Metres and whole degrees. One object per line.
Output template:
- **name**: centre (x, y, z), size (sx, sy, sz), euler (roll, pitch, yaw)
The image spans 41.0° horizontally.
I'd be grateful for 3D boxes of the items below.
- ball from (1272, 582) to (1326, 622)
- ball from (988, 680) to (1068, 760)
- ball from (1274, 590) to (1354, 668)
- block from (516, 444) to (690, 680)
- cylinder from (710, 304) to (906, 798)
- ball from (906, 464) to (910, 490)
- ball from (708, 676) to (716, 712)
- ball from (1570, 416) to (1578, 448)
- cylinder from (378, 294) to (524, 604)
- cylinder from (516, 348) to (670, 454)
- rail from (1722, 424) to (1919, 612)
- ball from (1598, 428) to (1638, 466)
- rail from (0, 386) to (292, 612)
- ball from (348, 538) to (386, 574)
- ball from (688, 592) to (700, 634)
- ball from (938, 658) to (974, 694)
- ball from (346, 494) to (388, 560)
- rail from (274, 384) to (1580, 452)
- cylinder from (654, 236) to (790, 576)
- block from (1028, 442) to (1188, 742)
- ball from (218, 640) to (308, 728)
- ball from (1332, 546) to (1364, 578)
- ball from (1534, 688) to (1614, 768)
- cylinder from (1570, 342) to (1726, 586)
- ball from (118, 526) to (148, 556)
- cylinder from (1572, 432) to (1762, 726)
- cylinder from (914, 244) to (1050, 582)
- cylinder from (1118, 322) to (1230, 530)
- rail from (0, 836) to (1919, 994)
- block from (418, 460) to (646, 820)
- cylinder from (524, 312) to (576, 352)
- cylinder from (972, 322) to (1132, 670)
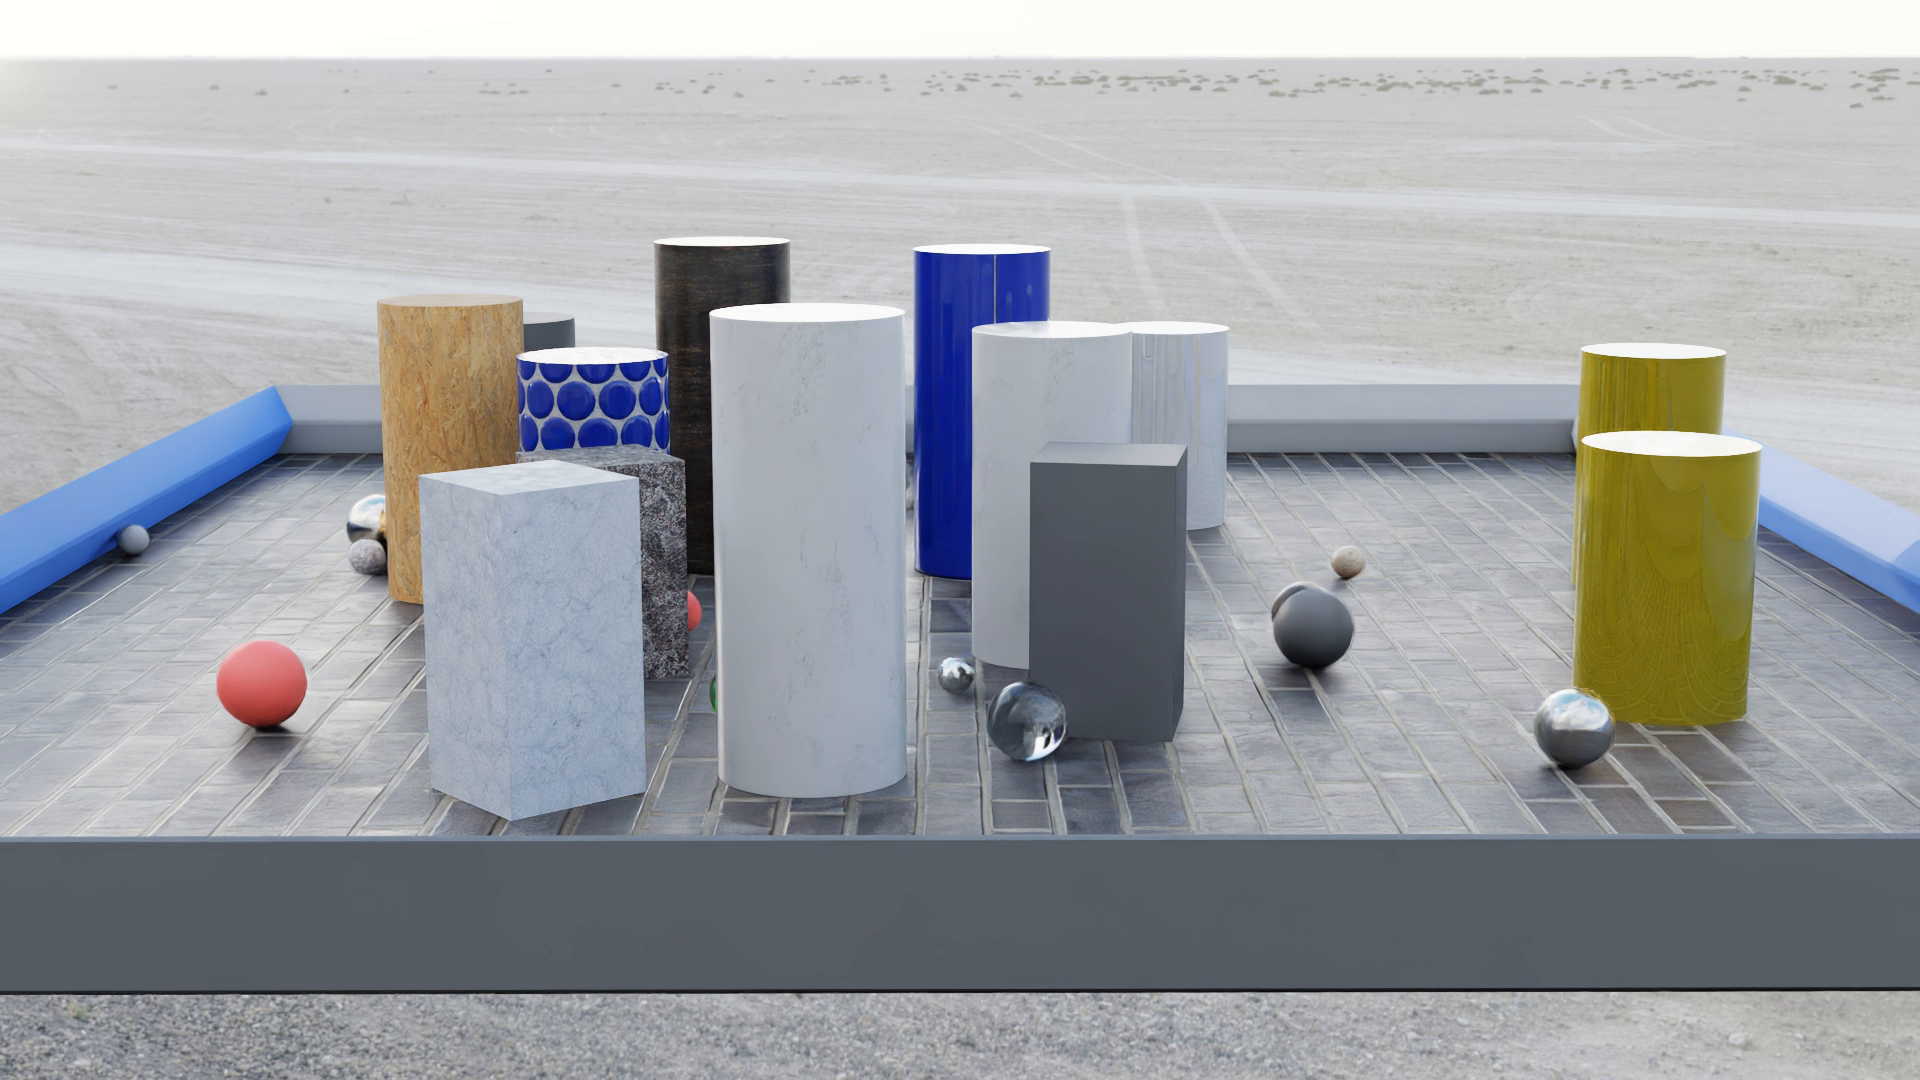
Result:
- **ball**: centre (0.436, 0.094, 3.257), size (0.081, 0.081, 0.081), euler (0, 10, 0)
- **ball**: centre (0.071, 0.191, 2.719), size (0.085, 0.085, 0.085), euler (0, 10, 0)
- **ball**: centre (0.431, 0.109, 3.132), size (0.097, 0.097, 0.097), euler (0, 10, 0)
- **block**: centre (-0.434, 0.028, 3.113), size (0.158, 0.262, 0.158), euler (-6, 12, -27)
- **cylinder**: centre (-0.154, 0.006, 2.635), size (0.197, 0.480, 0.197), euler (0, 10, 0)
- **ball**: centre (-0.127, -0.106, 4.313), size (0.088, 0.088, 0.088), euler (0, 10, 0)
- **ball**: centre (-0.248, 0.172, 2.873), size (0.067, 0.067, 0.067), euler (0, 10, 0)
- **ball**: centre (1.190, -0.199, 4.788), size (0.098, 0.098, 0.098), euler (0, 10, 0)
- **cylinder**: centre (-0.701, -0.130, 3.564), size (0.197, 0.408, 0.197), euler (0, 10, 0)
- **cylinder**: centre (-0.480, -0.068, 3.380), size (0.197, 0.353, 0.197), euler (0, 10, 0)
- **rail**: centre (1.268, 0.032, 3.456), size (0.045, 0.128, 2.892), euler (0, 10, 0)
- **ball**: centre (1.208, -0.171, 4.710), size (0.071, 0.071, 0.071), euler (0, 10, 0)
- **rail**: centre (-1.268, 0.034, 3.442), size (0.045, 0.128, 2.892), euler (0, 10, 0)
- **ball**: centre (-0.858, 0.024, 3.712), size (0.052, 0.052, 0.052), euler (0, 10, 0)
- **ball**: centre (-0.366, 0.093, 3.307), size (0.063, 0.063, 0.063), euler (0, 10, 0)
- **ball**: centre (-0.005, 0.159, 3.008), size (0.044, 0.044, 0.044), euler (0, 10, 0)
- **ball**: centre (-0.863, -0.019, 3.818), size (0.097, 0.097, 0.097), euler (0, 10, 0)
- **rail**: centre (-0.008, -0.226, 4.847), size (2.583, 0.128, 0.045), euler (0, 10, 0)
- **cylinder**: centre (-0.345, -0.200, 3.762), size (0.197, 0.474, 0.197), euler (0, 10, 0)
- **block**: centre (0.166, 0.054, 2.856), size (0.158, 0.305, 0.158), euler (2, 11, 9)
- **ball**: centre (-0.777, 0.160, 2.856), size (0.097, 0.097, 0.097), euler (0, 10, 0)
- **ball**: centre (0.557, 0.031, 3.687), size (0.046, 0.046, 0.046), euler (0, 10, 0)
- **ball**: centre (0.644, 0.197, 2.693), size (0.082, 0.082, 0.082), euler (0, 10, 0)
- **cylinder**: centre (0.969, -0.101, 3.615), size (0.197, 0.333, 0.197), euler (0, 10, 0)
- **ball**: centre (-1.243, 0.001, 3.855), size (0.045, 0.045, 0.045), euler (0, 10, 0)
- **cylinder**: centre (0.805, 0.040, 2.932), size (0.197, 0.304, 0.197), euler (0, 10, 0)
- **cylinder**: centre (0.031, -0.188, 3.717), size (0.197, 0.466, 0.197), euler (0, 10, 0)
- **cylinder**: centre (0.332, -0.186, 4.133), size (0.197, 0.312, 0.197), euler (0, 10, 0)
- **rail**: centre (0.008, 0.292, 2.050), size (2.583, 0.128, 0.045), euler (0, 10, 0)
- **block**: centre (-0.430, 0.095, 2.584), size (0.158, 0.323, 0.158), euler (-9, 14, -40)
- **cylinder**: centre (-0.677, -0.160, 3.878), size (0.197, 0.353, 0.197), euler (0, 10, 0)
- **cylinder**: centre (0.113, -0.059, 3.185), size (0.197, 0.407, 0.197), euler (0, 10, 0)
